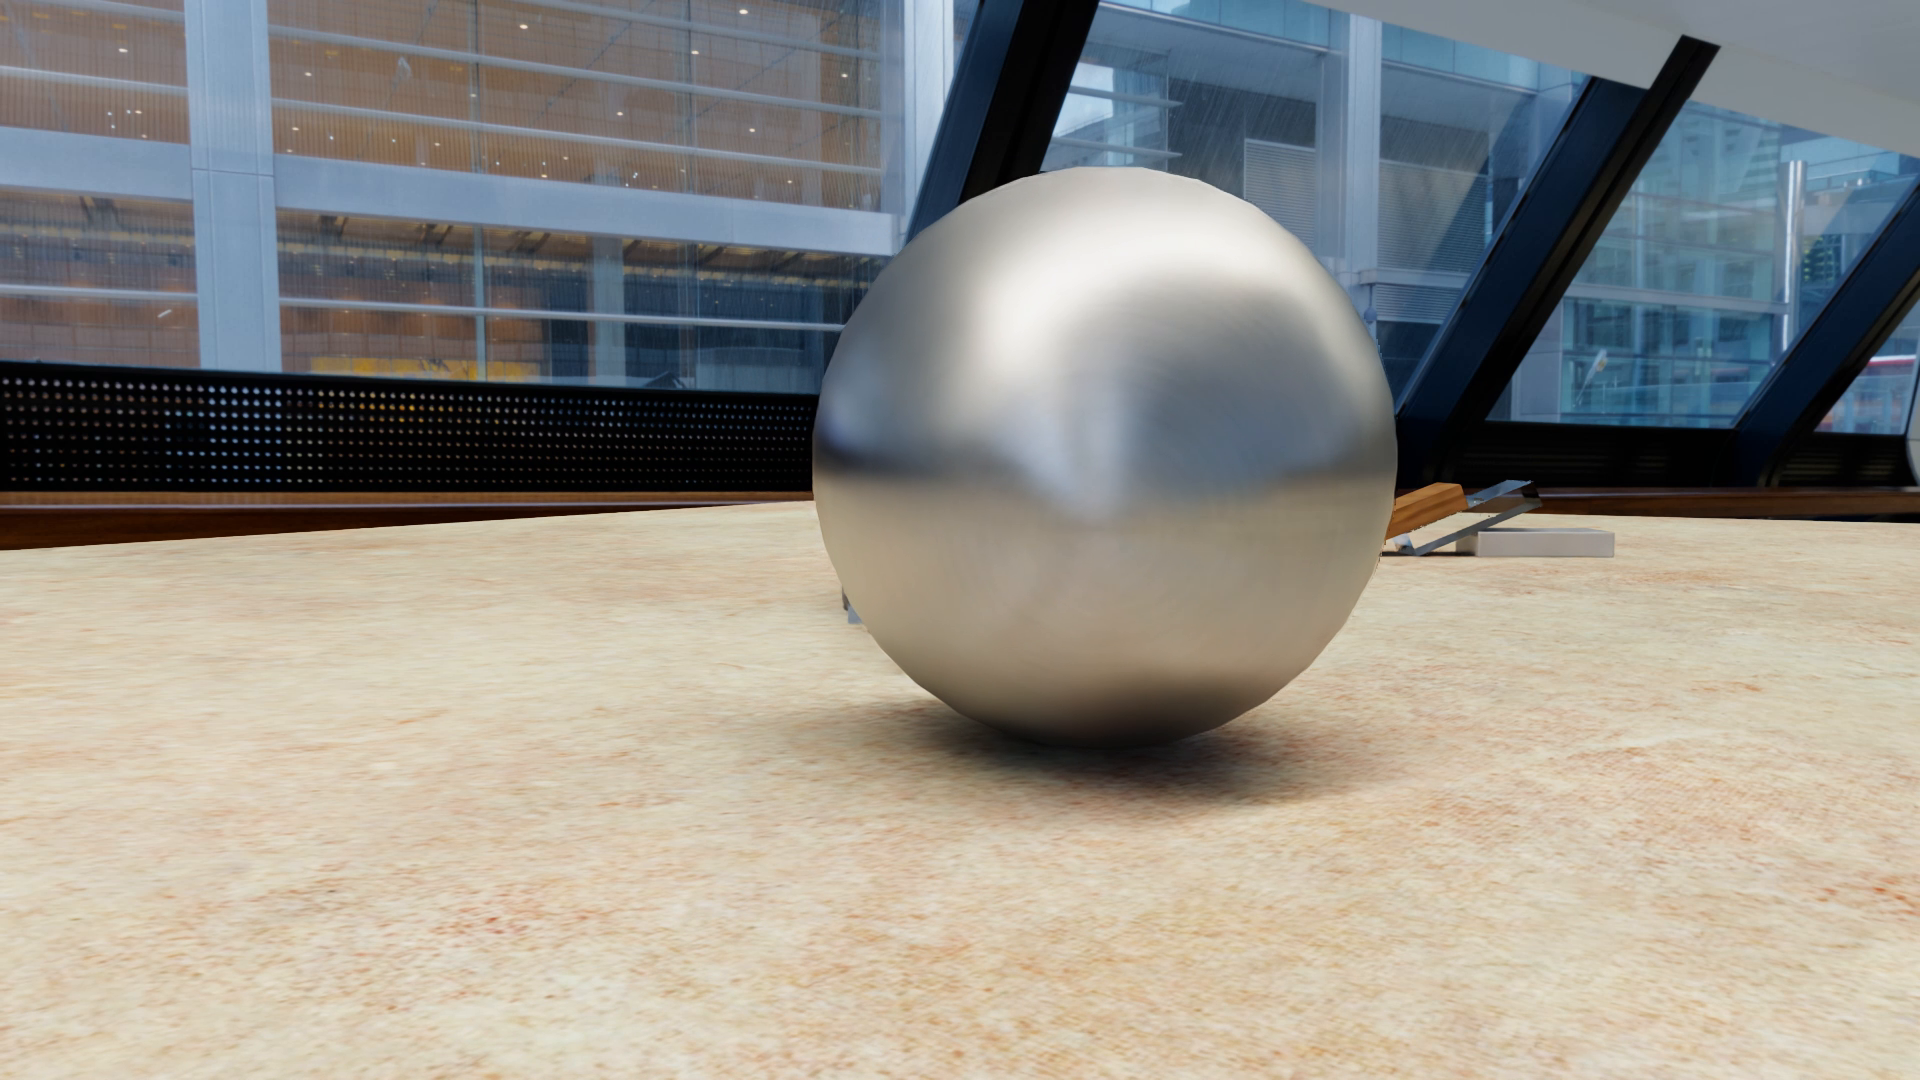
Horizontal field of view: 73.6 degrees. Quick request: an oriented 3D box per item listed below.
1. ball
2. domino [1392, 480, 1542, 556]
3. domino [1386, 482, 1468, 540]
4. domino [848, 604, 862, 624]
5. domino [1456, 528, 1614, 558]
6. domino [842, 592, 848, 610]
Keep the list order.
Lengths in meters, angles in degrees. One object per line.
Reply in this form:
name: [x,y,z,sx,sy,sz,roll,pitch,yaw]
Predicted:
ball: [0.019,-0.011,0.180,0.080,0.080,0.080,0,4,0]
domino: [0.194,-0.009,0.495,0.050,0.010,0.025,-23,3,4]
domino: [0.167,-0.008,0.496,0.050,0.009,0.025,-22,4,2]
domino: [-0.015,0.003,0.325,0.025,0.009,0.050,0,30,-3]
domino: [0.220,0.001,0.493,0.050,0.010,0.025,0,4,2]
domino: [-0.019,0.001,0.348,0.025,0.009,0.050,-2,30,-2]
